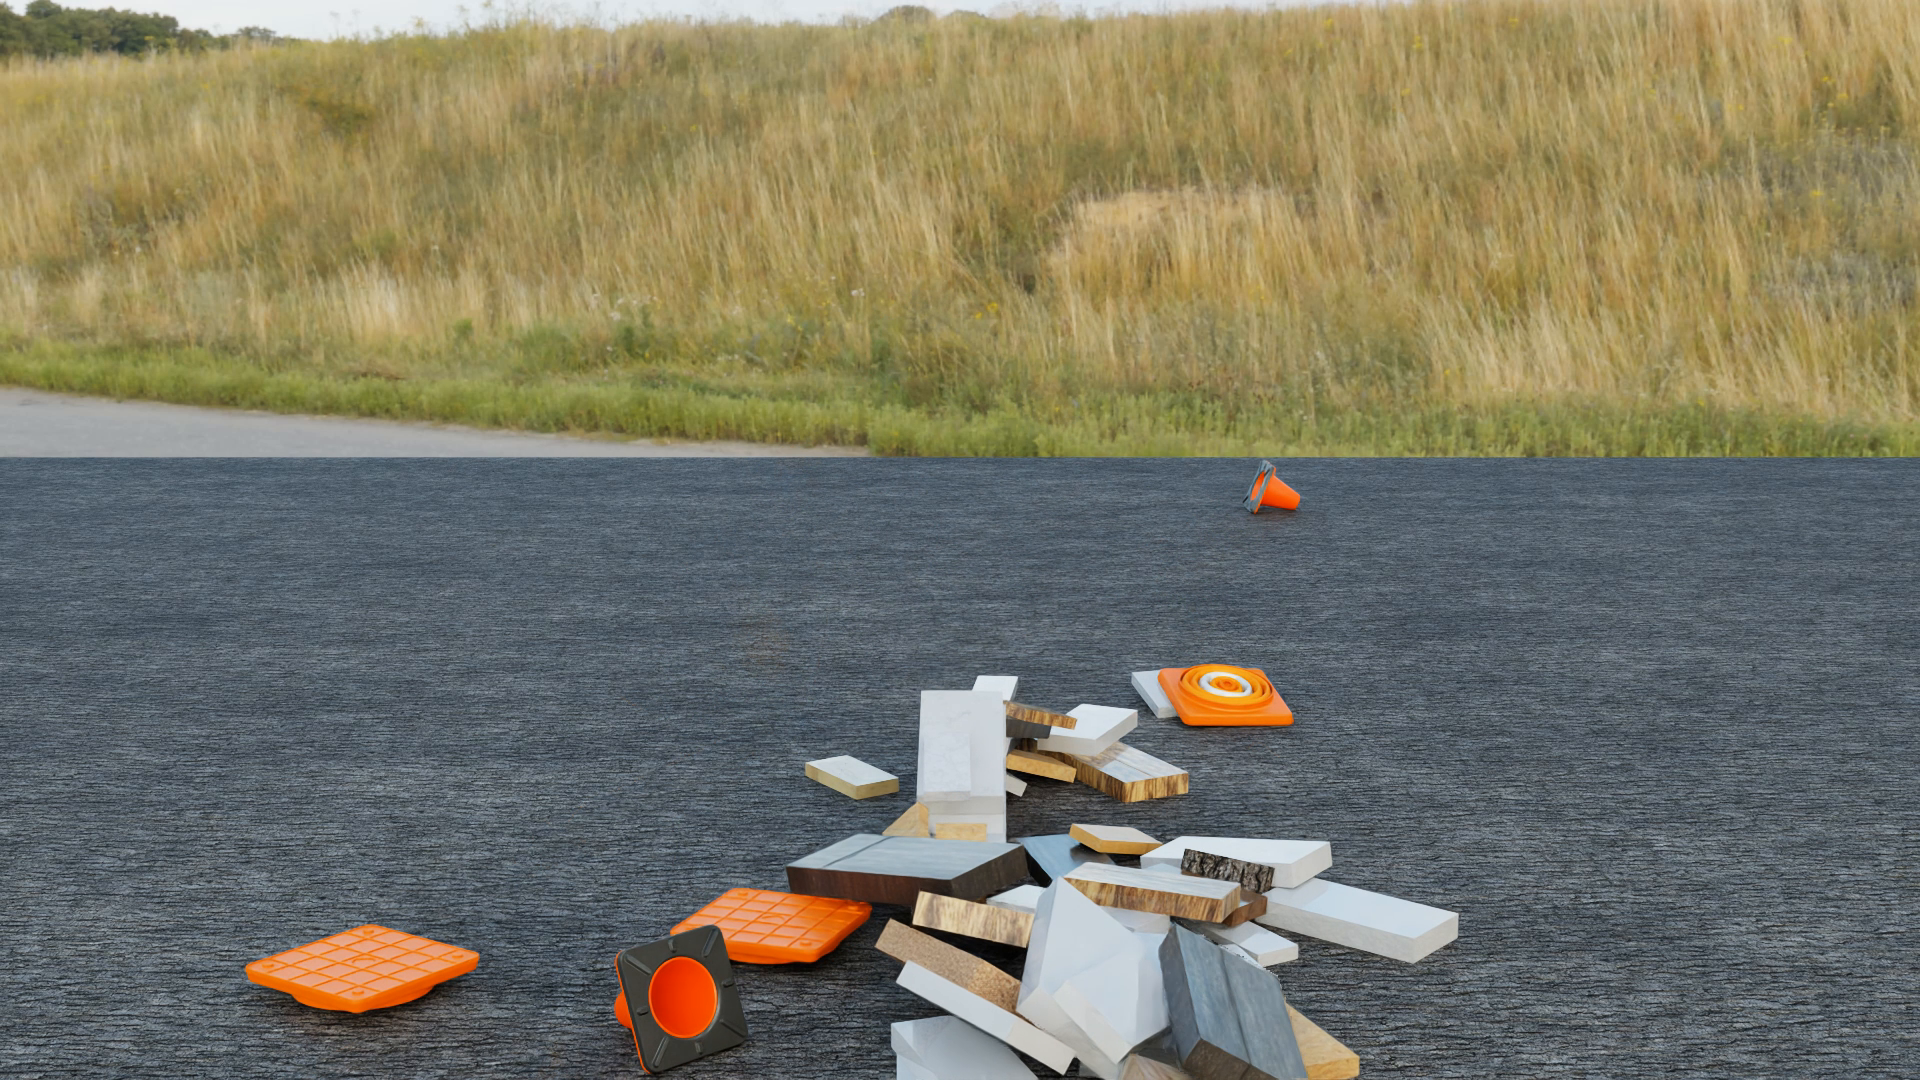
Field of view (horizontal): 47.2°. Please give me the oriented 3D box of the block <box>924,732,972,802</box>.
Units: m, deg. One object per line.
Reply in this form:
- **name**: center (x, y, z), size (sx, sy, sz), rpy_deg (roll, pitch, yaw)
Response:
- **block**: center (-0.022, 0.393, 3.815), size (0.080, 0.023, 0.160), rpy_deg (-1, 33, 0)

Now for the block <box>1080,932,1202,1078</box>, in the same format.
- **block**: center (0.259, 0.653, 3.103), size (0.168, 0.048, 0.336), rpy_deg (1, 17, 5)

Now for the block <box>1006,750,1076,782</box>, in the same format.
- **block**: center (0.122, 0.431, 4.287), size (0.192, 0.027, 0.096), rpy_deg (15, 1, -31)

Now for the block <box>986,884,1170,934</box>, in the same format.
- **block**: center (0.181, 0.581, 3.386), size (0.253, 0.036, 0.126), rpy_deg (6, 6, 30)

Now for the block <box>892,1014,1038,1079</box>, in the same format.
- **block**: center (0.004, 0.678, 2.850), size (0.118, 0.033, 0.236), rpy_deg (-4, 11, -20)

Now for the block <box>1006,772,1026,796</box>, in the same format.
- **block**: center (0.035, 0.438, 4.263), size (0.096, 0.027, 0.273), rpy_deg (25, -2, -21)

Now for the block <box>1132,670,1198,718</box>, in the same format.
- **block**: center (0.451, 0.338, 4.852), size (0.091, 0.026, 0.182), rpy_deg (-4, 22, -14)

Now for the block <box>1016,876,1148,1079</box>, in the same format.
- **block**: center (0.170, 0.592, 2.983), size (0.165, 0.047, 0.329), rpy_deg (39, 17, -5)

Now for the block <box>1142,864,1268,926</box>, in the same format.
- **block**: center (0.380, 0.570, 3.542), size (0.204, 0.029, 0.102), rpy_deg (13, 11, 38)

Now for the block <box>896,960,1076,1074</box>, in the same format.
- **block**: center (0.031, 0.614, 2.837), size (0.118, 0.033, 0.236), rpy_deg (38, -14, -35)

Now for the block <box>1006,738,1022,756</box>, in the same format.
- **block**: center (0.050, 0.377, 4.318), size (0.123, 0.035, 0.370), rpy_deg (16, 1, 6)

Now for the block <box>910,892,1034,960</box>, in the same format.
- **block**: center (0.012, 0.567, 3.222), size (0.165, 0.047, 0.329), rpy_deg (12, -14, 0)

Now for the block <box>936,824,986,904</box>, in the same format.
- **block**: center (0.001, 0.541, 3.663), size (0.086, 0.024, 0.172), rpy_deg (0, 37, 1)

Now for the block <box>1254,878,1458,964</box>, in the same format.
- **block**: center (0.629, 0.601, 3.500), size (0.285, 0.040, 0.143), rpy_deg (9, 14, 39)

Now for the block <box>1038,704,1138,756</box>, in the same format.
- **block**: center (0.260, 0.384, 4.461), size (0.123, 0.035, 0.246), rpy_deg (5, 12, 24)

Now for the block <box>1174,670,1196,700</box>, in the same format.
- **block**: center (0.468, 0.332, 4.986), size (0.091, 0.026, 0.182), rpy_deg (-1, 11, -7)

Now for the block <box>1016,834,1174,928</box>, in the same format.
- **block**: center (0.218, 0.579, 3.629), size (0.126, 0.036, 0.490), rpy_deg (-3, 11, -14)

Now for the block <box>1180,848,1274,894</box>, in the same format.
- **block**: center (0.434, 0.560, 3.608), size (0.157, 0.078, 0.022), rpy_deg (8, -10, 35)

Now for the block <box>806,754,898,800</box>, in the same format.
- **block**: center (-0.211, 0.462, 4.286), size (0.096, 0.027, 0.192), rpy_deg (-7, 13, -34)

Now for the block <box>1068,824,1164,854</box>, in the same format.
- **block**: center (0.273, 0.523, 3.836), size (0.157, 0.022, 0.078), rpy_deg (10, 8, -42)

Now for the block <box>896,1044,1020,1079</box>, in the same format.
- **block**: center (0.009, 0.786, 2.490), size (0.162, 0.046, 0.970), rpy_deg (0, 11, -2)

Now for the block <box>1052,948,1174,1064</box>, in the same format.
- **block**: center (0.218, 0.611, 2.896), size (0.118, 0.033, 0.236), rpy_deg (45, 18, 19)

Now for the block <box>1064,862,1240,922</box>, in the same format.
- **block**: center (0.299, 0.548, 3.430), size (0.253, 0.036, 0.126), rpy_deg (5, 5, 20)

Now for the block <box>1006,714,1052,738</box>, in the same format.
- **block**: center (0.079, 0.350, 4.273), size (0.123, 0.035, 0.246), rpy_deg (16, 1, 23)

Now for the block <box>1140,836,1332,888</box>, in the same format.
- **block**: center (0.464, 0.541, 3.702), size (0.285, 0.040, 0.143), rpy_deg (-3, 6, 36)

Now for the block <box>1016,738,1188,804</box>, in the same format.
- **block**: center (0.265, 0.434, 4.396), size (0.143, 0.040, 0.471), rpy_deg (-6, 12, -28)

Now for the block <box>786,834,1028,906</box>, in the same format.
- **block**: center (-0.088, 0.522, 3.482), size (0.373, 0.048, 0.168), rpy_deg (-4, 10, 44)

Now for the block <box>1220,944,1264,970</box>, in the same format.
- **block**: center (0.338, 0.646, 3.288), size (0.204, 0.029, 0.102), rpy_deg (-3, 11, -17)

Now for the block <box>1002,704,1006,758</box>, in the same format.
- **block**: center (0.009, 0.427, 3.968), size (0.148, 0.042, 0.297), rpy_deg (0, 47, 1)

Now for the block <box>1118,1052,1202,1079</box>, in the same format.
- **block**: center (0.305, 0.727, 2.645), size (0.162, 0.046, 0.325), rpy_deg (21, 7, -12)

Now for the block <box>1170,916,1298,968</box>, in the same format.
- **block**: center (0.420, 0.616, 3.466), size (0.078, 0.022, 0.254), rpy_deg (-6, 12, -30)

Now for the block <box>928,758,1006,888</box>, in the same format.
- **block**: center (0.005, 0.486, 3.807), size (0.148, 0.042, 0.297), rpy_deg (0, 33, 1)

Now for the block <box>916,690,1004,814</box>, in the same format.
- **block**: center (0.002, 0.374, 3.902), size (0.148, 0.042, 0.297), rpy_deg (0, 33, 1)

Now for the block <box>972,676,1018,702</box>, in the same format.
- **block**: center (0.053, 0.380, 4.731), size (0.091, 0.026, 0.615), rpy_deg (1, 11, 6)

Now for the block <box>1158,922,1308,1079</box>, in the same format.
- **block**: center (0.361, 0.638, 2.922), size (0.168, 0.048, 0.336), rpy_deg (29, 13, -8)

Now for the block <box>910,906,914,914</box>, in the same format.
- **block**: center (-0.046, 0.560, 3.567), size (0.024, 0.086, 0.172), rpy_deg (43, 7, -17)

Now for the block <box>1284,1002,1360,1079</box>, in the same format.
- **block**: center (0.452, 0.694, 3.030), size (0.102, 0.029, 0.204), rpy_deg (-4, 11, -21)

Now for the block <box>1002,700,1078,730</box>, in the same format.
- **block**: center (0.147, 0.340, 4.285), size (0.080, 0.023, 0.160), rpy_deg (17, 1, 42)

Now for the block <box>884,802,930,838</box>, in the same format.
- **block**: center (-0.091, 0.515, 3.689), size (0.024, 0.086, 0.172), rpy_deg (43, 16, -17)

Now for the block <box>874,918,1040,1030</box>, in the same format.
- **block**: center (0.018, 0.611, 3.051), size (0.165, 0.047, 0.329), rpy_deg (34, -12, -20)
